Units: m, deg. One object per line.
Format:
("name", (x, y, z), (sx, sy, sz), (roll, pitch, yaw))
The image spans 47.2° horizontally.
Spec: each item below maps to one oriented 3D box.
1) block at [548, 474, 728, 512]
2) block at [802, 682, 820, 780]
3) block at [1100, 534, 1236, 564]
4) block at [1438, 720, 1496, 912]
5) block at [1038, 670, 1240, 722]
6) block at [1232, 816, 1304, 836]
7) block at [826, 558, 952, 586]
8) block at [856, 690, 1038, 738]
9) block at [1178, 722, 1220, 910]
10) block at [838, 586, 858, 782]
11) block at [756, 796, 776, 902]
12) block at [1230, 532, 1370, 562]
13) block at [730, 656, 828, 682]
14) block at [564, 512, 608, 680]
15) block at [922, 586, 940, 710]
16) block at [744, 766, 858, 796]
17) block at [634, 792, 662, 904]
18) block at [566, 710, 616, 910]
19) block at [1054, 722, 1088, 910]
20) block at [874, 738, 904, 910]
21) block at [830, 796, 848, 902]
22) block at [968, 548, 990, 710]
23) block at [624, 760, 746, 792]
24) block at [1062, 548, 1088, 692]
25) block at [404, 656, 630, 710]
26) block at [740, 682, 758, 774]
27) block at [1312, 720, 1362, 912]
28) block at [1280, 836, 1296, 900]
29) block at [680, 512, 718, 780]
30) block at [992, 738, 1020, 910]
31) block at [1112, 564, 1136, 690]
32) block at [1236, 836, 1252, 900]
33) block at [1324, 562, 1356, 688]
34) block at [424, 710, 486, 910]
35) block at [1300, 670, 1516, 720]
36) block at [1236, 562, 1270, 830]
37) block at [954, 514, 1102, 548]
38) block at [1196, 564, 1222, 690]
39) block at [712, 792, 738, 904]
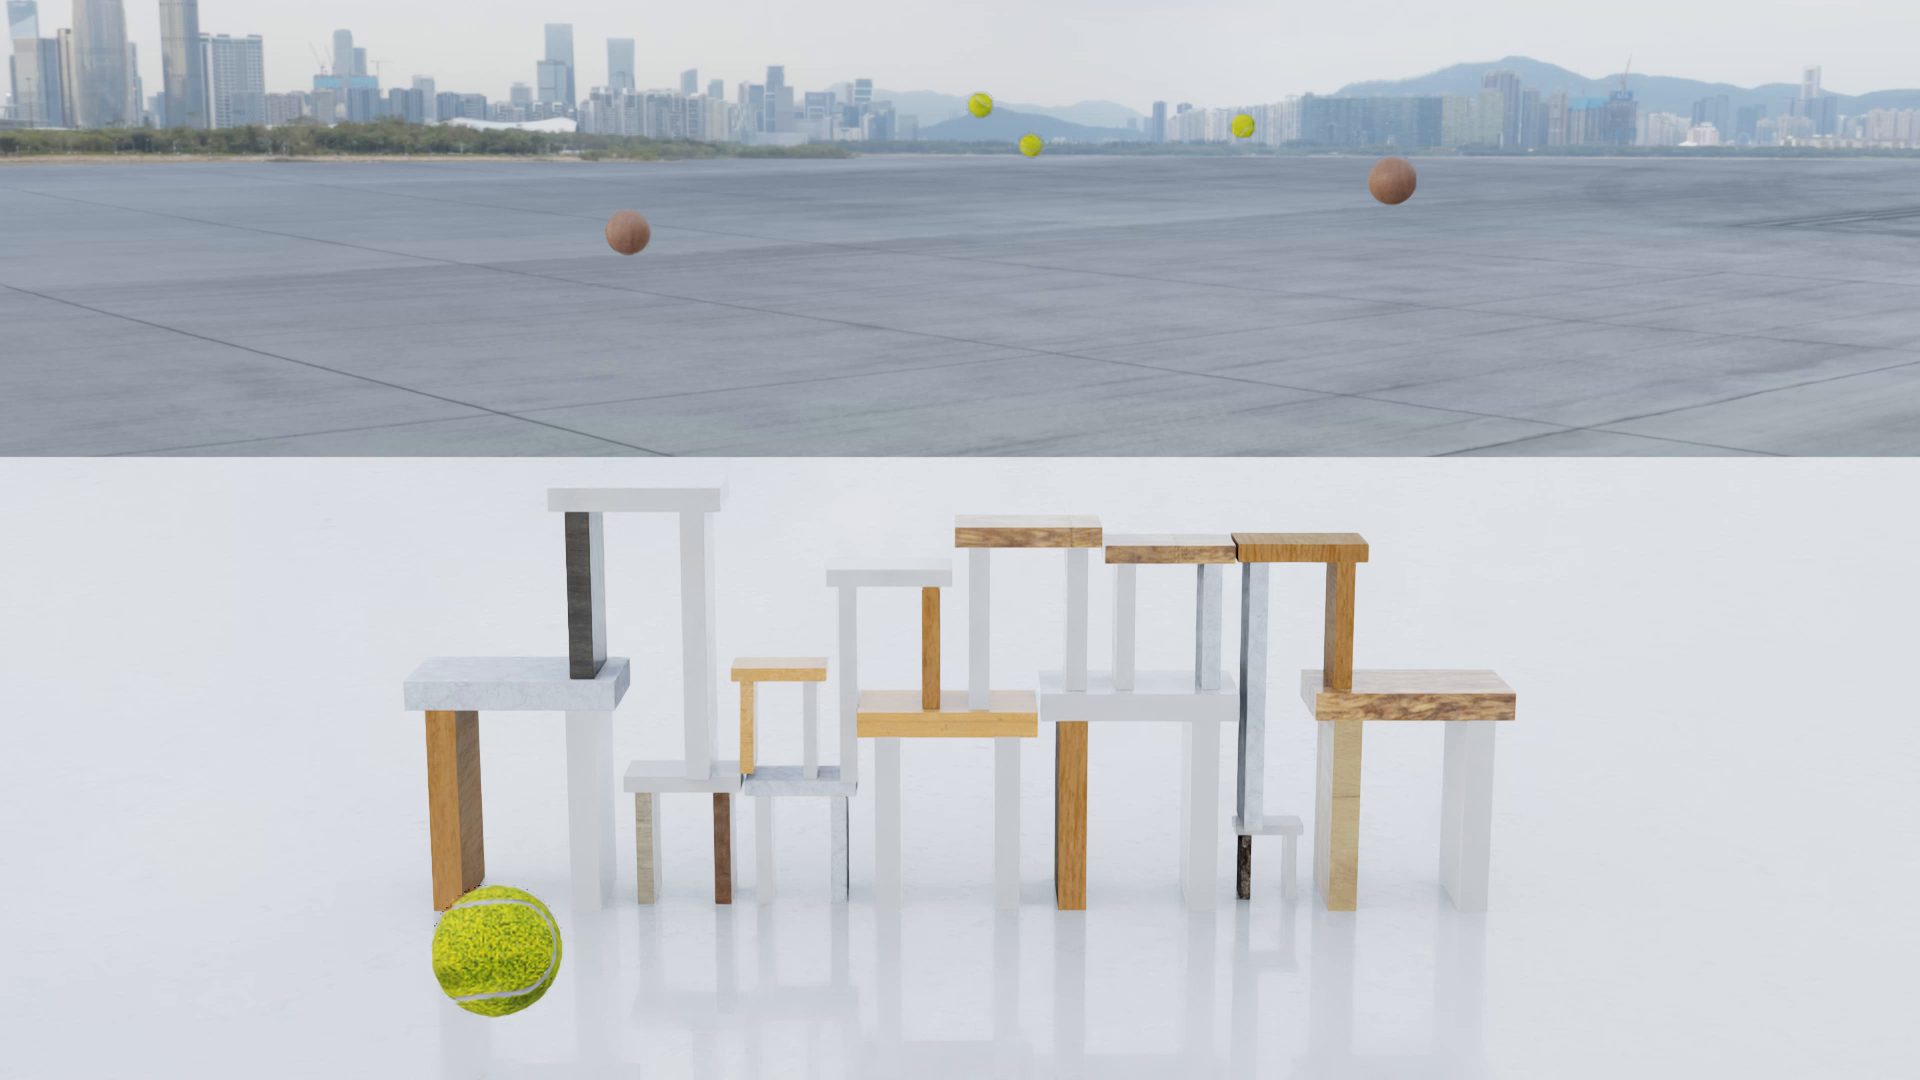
("block", (-0.516, -0.076, 3.544), (0.273, 0.039, 0.136), (0, 11, 0))
("block", (-0.245, 0.303, 3.622), (0.022, 0.165, 0.077), (0, 10, 0))
("block", (0.336, 0.014, 3.558), (0.208, 0.029, 0.104), (0, 11, 0))
("block", (0.837, 0.433, 3.637), (0.045, 0.320, 0.160), (0, 11, 0))
("block", (0.289, 0.255, 3.606), (0.319, 0.045, 0.159), (0, 11, 0))
("block", (0.509, 0.473, 3.645), (0.112, 0.016, 0.056), (0, 11, 0))
("block", (-0.113, 0.052, 3.565), (0.202, 0.029, 0.101), (0, 10, 0))
("block", (-0.020, 0.285, 3.609), (0.291, 0.041, 0.145), (0, 11, 0))
("block", (0.396, 0.433, 3.640), (0.045, 0.319, 0.159), (0, 11, 0))
("block", (-0.182, 0.225, 3.601), (0.029, 0.326, 0.101), (0, 10, -2))
("block", (-0.322, 0.500, 3.654), (0.026, 0.182, 0.091), (0, 10, 0))
("block", (0.548, 0.012, 3.560), (0.208, 0.029, 0.104), (0, 11, 0))
("block", (-0.295, 0.212, 3.604), (0.155, 0.022, 0.077), (0, 10, 0))
("block", (-0.607, 0.077, 3.572), (0.039, 0.273, 0.136), (0, 11, 0))
("block", (-0.047, 0.165, 3.586), (0.029, 0.202, 0.101), (0, 11, 0))
("block", (-0.261, 0.398, 3.635), (0.182, 0.026, 0.091), (0, 10, 0))
("block", (-0.516, 0.497, 3.648), (0.027, 0.191, 0.095), (0, 11, 0))
("block", (-0.609, 0.424, 3.640), (0.048, 0.338, 0.169), (0, 11, 0))
("block", (0.183, 0.433, 3.640), (0.045, 0.319, 0.159), (0, 11, 0))
("block", (-0.117, 0.448, 3.639), (0.041, 0.291, 0.145), (0, 11, 0))
("block", (-0.200, 0.500, 3.653), (0.026, 0.182, 0.091), (0, 10, -1))
("block", (0.031, 0.133, 3.581), (0.033, 0.267, 0.117), (0, 11, 0))
("block", (-0.453, 0.390, 3.628), (0.191, 0.027, 0.095), (0, 11, 0))
("block", (0.187, 0.117, 3.579), (0.033, 0.235, 0.117), (0, 11, 0))
("block", (-0.722, 0.234, 3.604), (0.338, 0.048, 0.169), (0, 11, 0))
("block", (-0.347, 0.299, 3.620), (0.022, 0.155, 0.077), (1, 11, 0))
("block", (0.624, 0.433, 3.637), (0.045, 0.320, 0.160), (0, 11, 0))
("block", (0.547, 0.535, 3.657), (0.016, 0.112, 0.056), (0, 11, 0))
("block", (-0.425, 0.160, 3.588), (0.039, 0.440, 0.136), (0, 11, 0))
("block", (0.077, 0.448, 3.639), (0.041, 0.291, 0.145), (0, 11, 0))
("block", (0.266, 0.131, 3.580), (0.029, 0.208, 0.104), (0, 11, 0))
("block", (0.472, 0.535, 3.657), (0.016, 0.112, 0.056), (0, 11, 0))
("block", (0.618, 0.128, 3.582), (0.029, 0.208, 0.104), (0, 11, 0))
("block", (-0.834, 0.424, 3.640), (0.048, 0.338, 0.169), (0, 11, 0))
("block", (0.730, 0.253, 3.603), (0.320, 0.045, 0.160), (0, 11, 0))
("block", (0.479, 0.246, 3.603), (0.029, 0.446, 0.104), (0, 11, 0))
("block", (0.109, -0.014, 3.554), (0.235, 0.033, 0.117), (0, 11, 0))
("block", (0.405, 0.131, 3.580), (0.029, 0.208, 0.104), (0, 11, 0))
("block", (-0.389, 0.497, 3.648), (0.027, 0.191, 0.095), (0, 11, 0))
